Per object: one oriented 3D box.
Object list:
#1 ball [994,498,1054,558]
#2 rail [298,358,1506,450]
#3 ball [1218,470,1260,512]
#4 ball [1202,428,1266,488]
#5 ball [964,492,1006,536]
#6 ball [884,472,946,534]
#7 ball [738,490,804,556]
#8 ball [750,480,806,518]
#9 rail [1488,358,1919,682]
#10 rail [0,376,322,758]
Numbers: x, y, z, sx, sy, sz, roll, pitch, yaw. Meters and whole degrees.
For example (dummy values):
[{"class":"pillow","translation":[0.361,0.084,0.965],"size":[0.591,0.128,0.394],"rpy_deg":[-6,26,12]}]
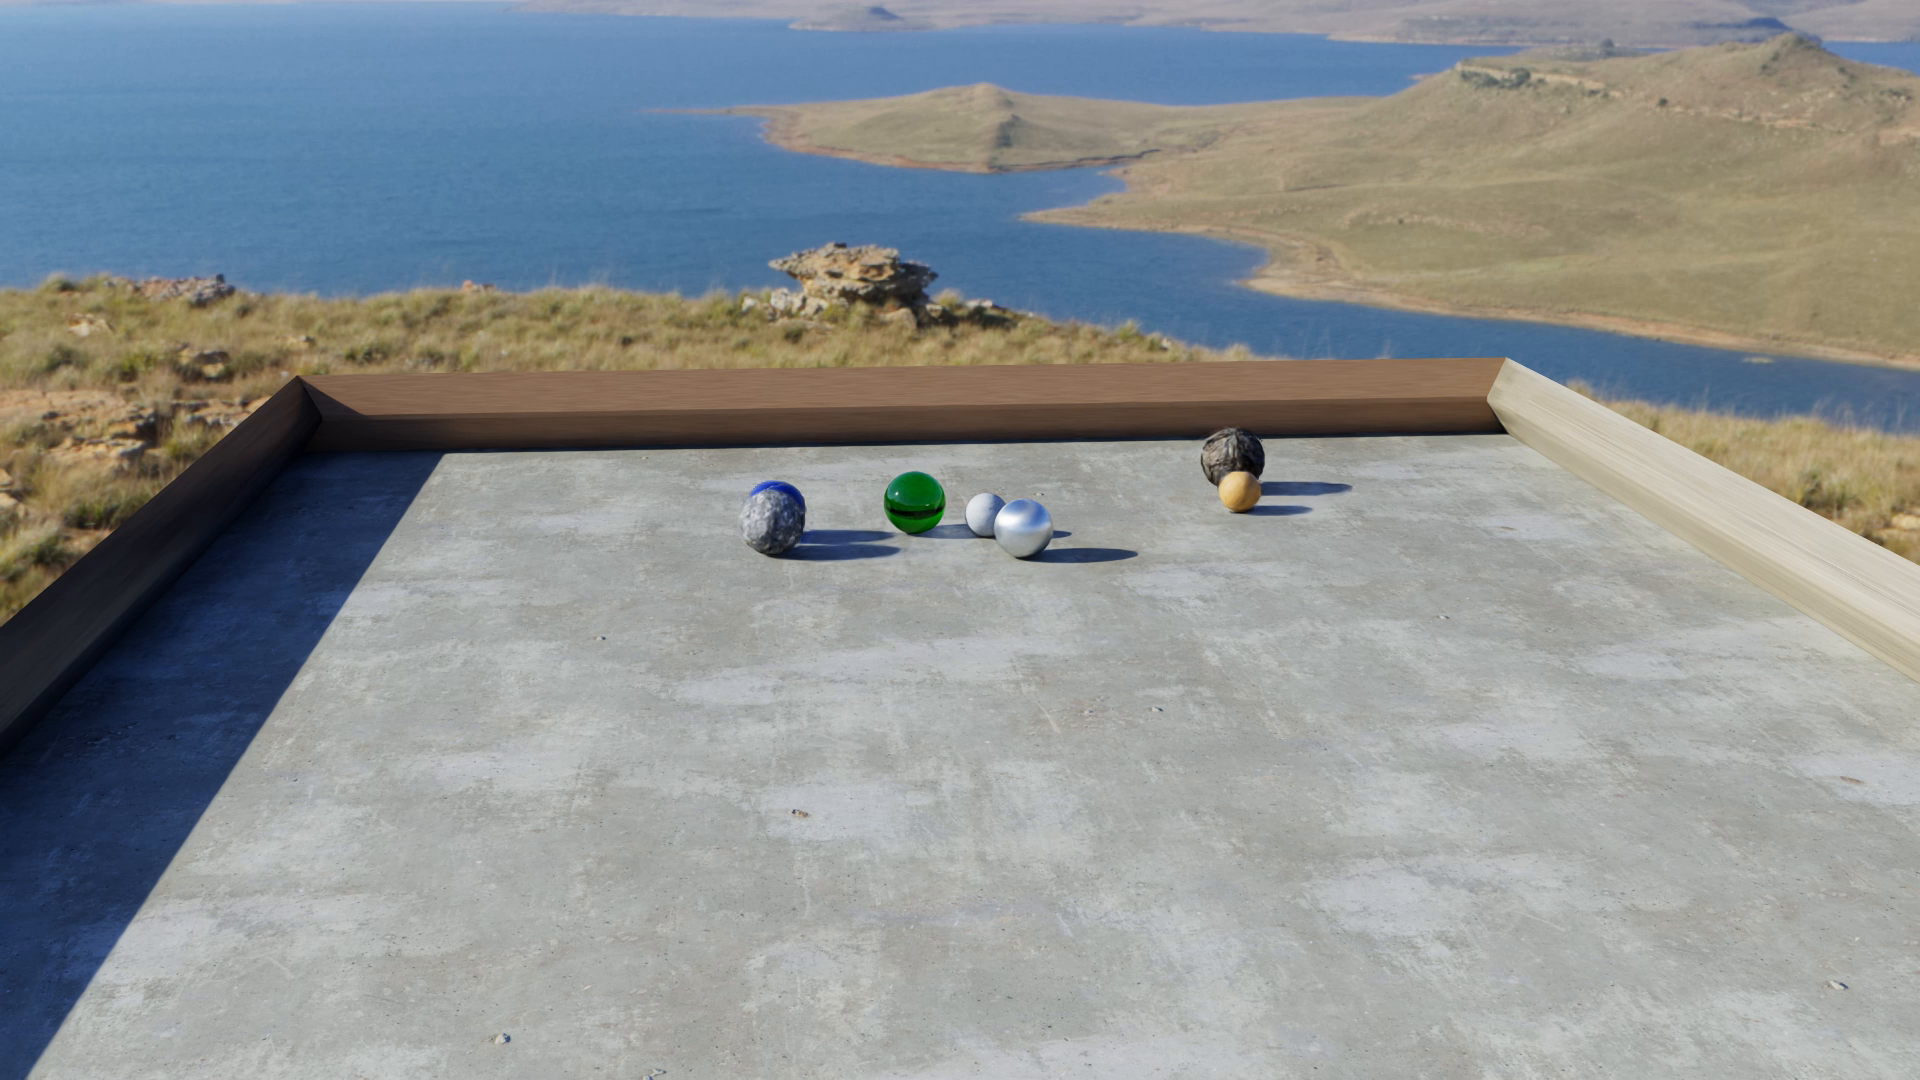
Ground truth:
[{"class":"ball","translation":[0.084,-0.015,2.899],"size":[0.078,0.078,0.078],"rpy_deg":[0,14,0]},{"class":"rail","translation":[-0.071,-0.221,3.612],"size":[1.997,0.123,0.045],"rpy_deg":[-1,14,-5]},{"class":"ball","translation":[0.401,-0.070,3.152],"size":[0.060,0.060,0.060],"rpy_deg":[0,14,0]},{"class":"ball","translation":[0.407,-0.120,3.279],"size":[0.095,0.095,0.095],"rpy_deg":[0,14,0]},{"class":"ball","translation":[0.037,-0.034,3.011],"size":[0.060,0.060,0.060],"rpy_deg":[0,14,0]},{"class":"ball","translation":[-0.062,-0.052,3.026],"size":[0.086,0.086,0.086],"rpy_deg":[0,14,0]},{"class":"ball","translation":[-0.250,-0.023,2.914],"size":[0.086,0.086,0.086],"rpy_deg":[0,14,0]},{"class":"ball","translation":[-0.250,-0.041,2.997],"size":[0.080,0.080,0.080],"rpy_deg":[0,14,0]},{"class":"rail","translation":[1.044,0.163,2.104],"size":[0.045,0.123,3.342],"rpy_deg":[-1,14,-5]},{"class":"rail","translation":[-0.898,0.205,1.939],"size":[0.045,0.123,3.342],"rpy_deg":[-1,14,-5]}]
